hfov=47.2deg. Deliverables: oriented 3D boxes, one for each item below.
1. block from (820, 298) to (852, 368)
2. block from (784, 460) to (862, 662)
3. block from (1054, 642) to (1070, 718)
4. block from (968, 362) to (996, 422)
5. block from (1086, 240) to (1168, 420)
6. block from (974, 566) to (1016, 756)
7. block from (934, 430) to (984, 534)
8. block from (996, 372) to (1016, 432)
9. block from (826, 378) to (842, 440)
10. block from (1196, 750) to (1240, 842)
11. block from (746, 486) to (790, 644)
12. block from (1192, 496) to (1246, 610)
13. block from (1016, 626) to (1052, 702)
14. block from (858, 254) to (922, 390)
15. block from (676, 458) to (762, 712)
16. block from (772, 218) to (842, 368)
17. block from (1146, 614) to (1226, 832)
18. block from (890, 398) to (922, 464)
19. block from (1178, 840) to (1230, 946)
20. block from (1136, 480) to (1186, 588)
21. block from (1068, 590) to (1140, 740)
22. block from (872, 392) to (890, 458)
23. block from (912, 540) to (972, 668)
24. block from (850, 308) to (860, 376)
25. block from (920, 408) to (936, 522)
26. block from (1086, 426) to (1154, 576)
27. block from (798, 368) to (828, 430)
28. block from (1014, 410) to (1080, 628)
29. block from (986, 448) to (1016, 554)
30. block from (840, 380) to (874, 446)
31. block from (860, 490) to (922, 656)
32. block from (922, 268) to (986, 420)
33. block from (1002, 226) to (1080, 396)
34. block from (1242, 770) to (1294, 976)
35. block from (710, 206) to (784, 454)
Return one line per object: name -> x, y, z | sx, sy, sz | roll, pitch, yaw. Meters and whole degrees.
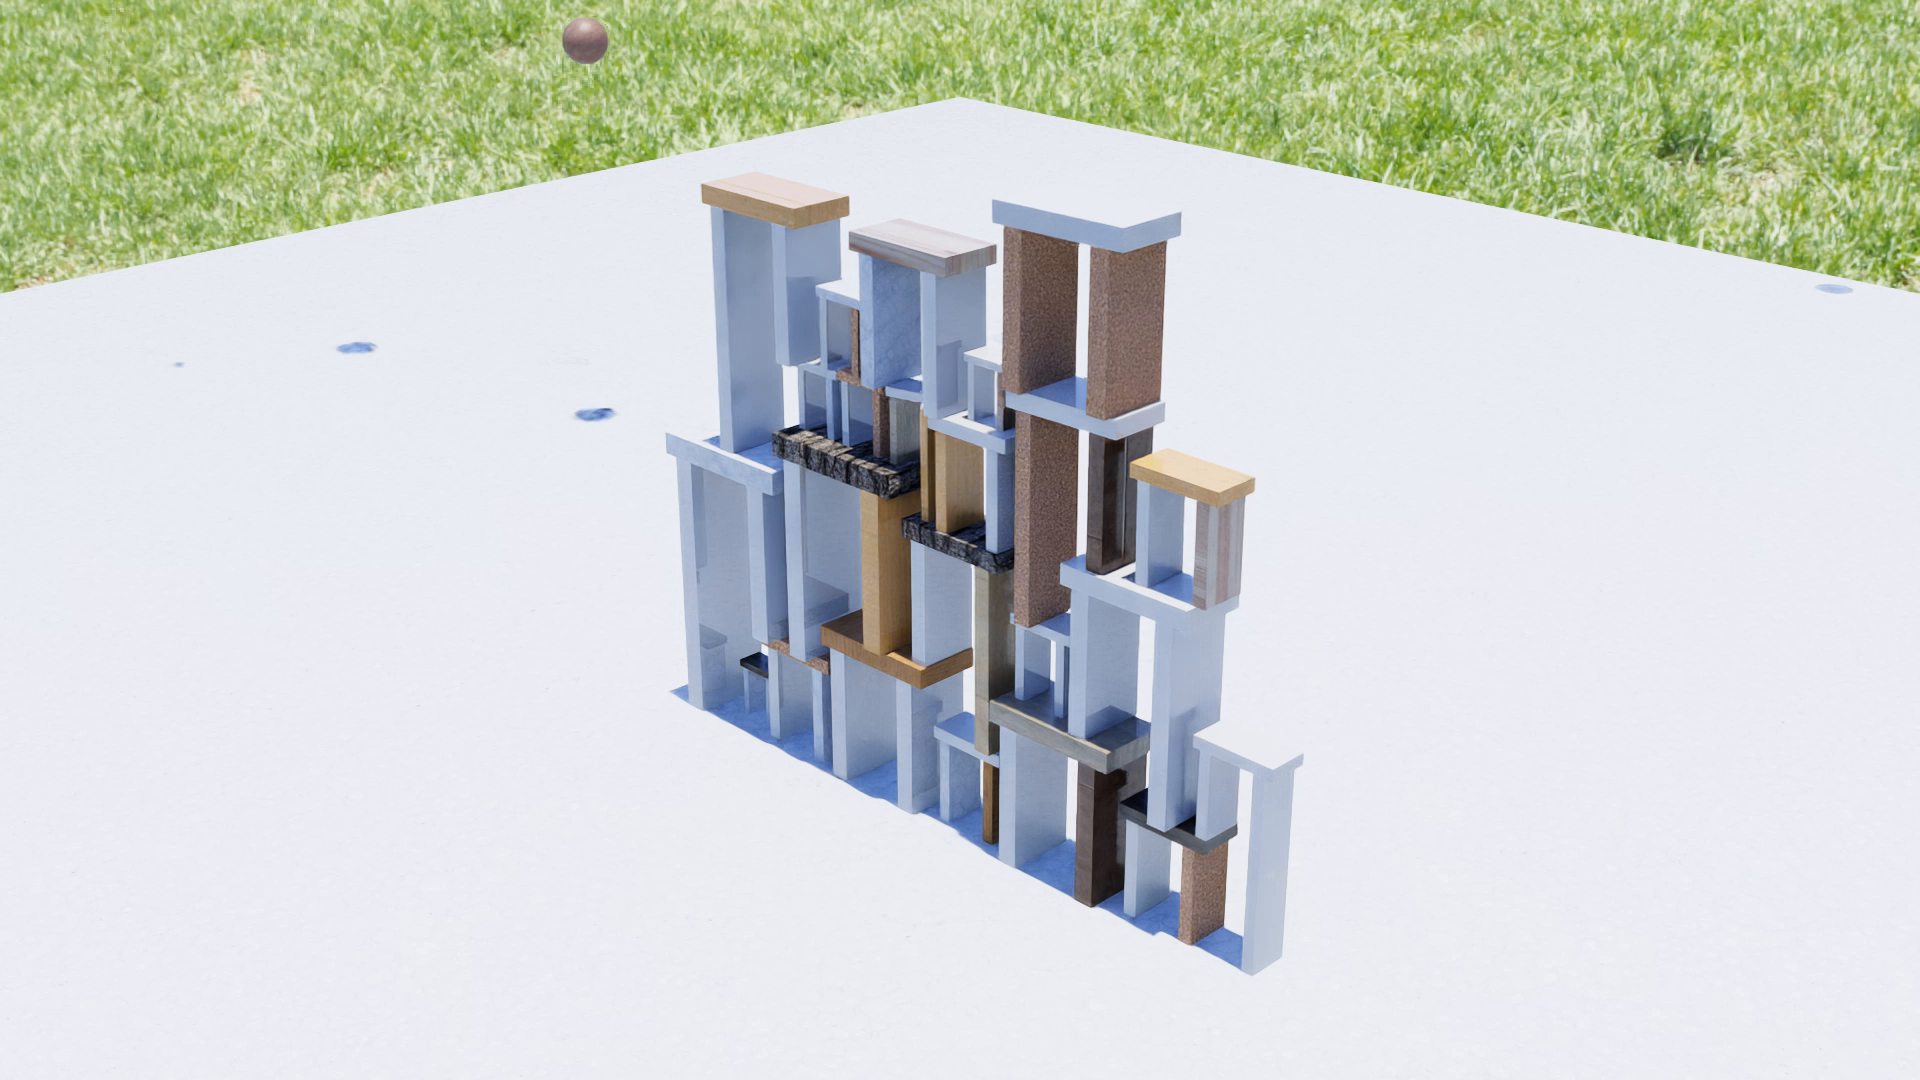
block -> -0.243, -0.413, 4.318 | 0.068, 0.142, 0.019 | -21, 31, -41
block -> -0.277, 0.022, 4.531 | 0.048, 0.436, 0.171 | 21, 31, 41
block -> 0.211, 0.250, 4.107 | 0.022, 0.152, 0.076 | 21, 31, 41
block -> 0.040, -0.279, 4.061 | 0.056, 0.112, 0.016 | -21, 31, -40
block -> 0.284, -0.367, 3.751 | 0.042, 0.299, 0.149 | 22, 31, 40
block -> 0.087, 0.215, 4.227 | 0.131, 0.391, 0.037 | -22, 31, -40
block -> 0.000, -0.122, 4.167 | 0.101, 0.203, 0.029 | -21, 31, -40
block -> 0.092, -0.259, 4.013 | 0.056, 0.112, 0.016 | -21, 31, -40
block -> -0.235, -0.268, 4.368 | 0.018, 0.128, 0.064 | 20, 30, 41
block -> 0.460, 0.441, 3.913 | 0.087, 0.175, 0.025 | -21, 31, -40
block -> -0.360, 0.030, 4.626 | 0.049, 0.347, 0.173 | 21, 31, 40
block -> 0.442, 0.013, 3.753 | 0.098, 0.195, 0.028 | -22, 31, -40
block -> 0.139, 0.222, 4.173 | 0.076, 0.152, 0.022 | -21, 31, -40
block -> -0.130, -0.429, 4.187 | 0.037, 0.262, 0.131 | 21, 31, 41
block -> -0.524, 0.078, 4.823 | 0.049, 0.589, 0.173 | 21, 31, 41
block -> -0.300, -0.495, 4.331 | 0.142, 0.283, 0.040 | -21, 31, -40
block -> 0.404, 0.312, 3.923 | 0.041, 0.404, 0.146 | 21, 31, 40
block -> -0.105, -0.218, 4.243 | 0.019, 0.134, 0.067 | 20, 30, 40
block -> 0.445, 0.632, 4.016 | 0.028, 0.199, 0.099 | 21, 31, 41
block -> 0.350, -0.023, 3.837 | 0.028, 0.195, 0.098 | 21, 31, 40
block -> 0.265, 0.207, 4.027 | 0.146, 0.292, 0.041 | -21, 31, -41
block -> -0.138, -0.232, 4.276 | 0.067, 0.133, 0.019 | -21, 31, -41
block -> -0.035, 0.107, 4.315 | 0.037, 0.261, 0.130 | 21, 31, 41
block -> -0.179, -0.390, 4.255 | 0.068, 0.136, 0.019 | -21, 31, -41
block -> -0.044, -0.150, 4.201 | 0.067, 0.227, 0.019 | -21, 31, -40
block -> 0.282, -0.080, 3.889 | 0.037, 0.261, 0.131 | 21, 31, 40
block -> -0.295, -0.291, 4.423 | 0.018, 0.128, 0.064 | 21, 31, 41
block -> 0.159, -0.053, 4.034 | 0.037, 0.420, 0.131 | 21, 31, 41
block -> 0.094, -0.085, 4.078 | 0.101, 0.202, 0.029 | -21, 31, -40
block -> -0.202, -0.256, 4.335 | 0.019, 0.133, 0.067 | 21, 31, 41
block -> -0.115, 0.042, 4.363 | 0.048, 0.342, 0.171 | 21, 31, 41
block -> -0.010, -0.373, 4.071 | 0.131, 0.276, 0.037 | -21, 31, -40
block -> 0.142, -0.419, 3.882 | 0.042, 0.299, 0.149 | 22, 31, 40
block -> 0.544, 0.579, 3.882 | 0.025, 0.402, 0.087 | 21, 31, 41
block -> -0.432, -0.440, 4.502 | 0.040, 0.518, 0.142 | 21, 31, 40
